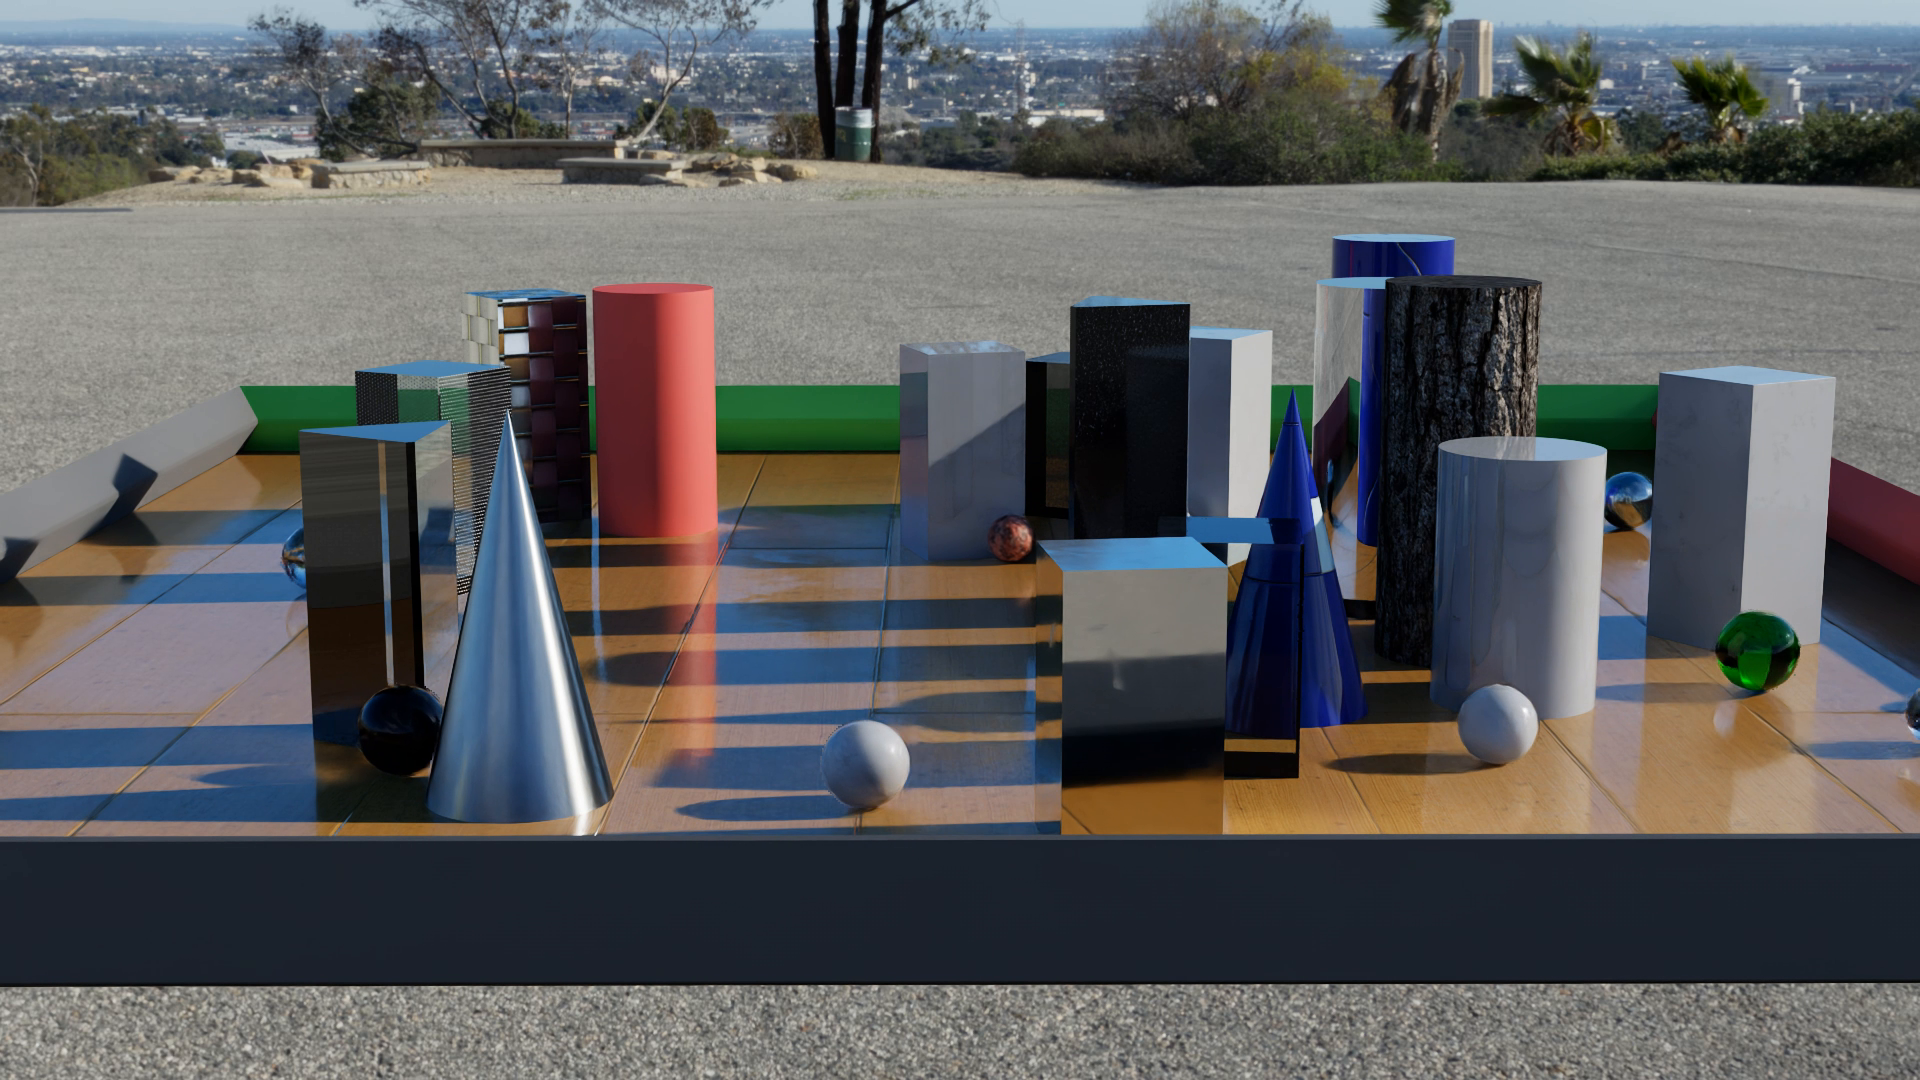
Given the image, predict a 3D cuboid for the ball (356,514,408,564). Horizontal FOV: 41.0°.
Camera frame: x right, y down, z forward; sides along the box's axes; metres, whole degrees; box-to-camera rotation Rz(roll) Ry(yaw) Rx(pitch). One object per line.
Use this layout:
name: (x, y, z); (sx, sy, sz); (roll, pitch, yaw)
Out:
ball: (-0.848, -0.002, 3.763); (0.074, 0.074, 0.074); (0, 11, 0)

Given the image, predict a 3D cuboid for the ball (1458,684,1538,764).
ball: (0.564, 0.193, 2.694); (0.083, 0.083, 0.083); (0, 11, 0)

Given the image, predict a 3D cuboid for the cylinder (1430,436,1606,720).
cylinder: (0.638, 0.040, 2.940); (0.188, 0.294, 0.188); (0, 11, 0)

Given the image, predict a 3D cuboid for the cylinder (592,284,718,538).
cylinder: (-0.479, -0.207, 4.034); (0.188, 0.378, 0.188); (0, 11, 0)

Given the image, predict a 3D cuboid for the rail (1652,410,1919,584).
rail: (1.330, 0.030, 3.457); (0.045, 0.122, 2.870); (0, 11, 0)

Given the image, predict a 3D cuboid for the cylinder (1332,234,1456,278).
cylinder: (0.671, -0.243, 4.010); (0.188, 0.457, 0.188); (0, 11, 0)

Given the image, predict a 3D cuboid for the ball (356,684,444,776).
ball: (-0.575, 0.196, 2.650); (0.094, 0.094, 0.094); (0, 11, 0)

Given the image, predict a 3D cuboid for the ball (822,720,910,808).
ball: (-0.093, 0.221, 2.534); (0.087, 0.087, 0.087); (0, 11, 0)

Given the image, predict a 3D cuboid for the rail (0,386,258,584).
rail: (-1.330, 0.033, 3.442); (0.045, 0.122, 2.870); (0, 11, 0)

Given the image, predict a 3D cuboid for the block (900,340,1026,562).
block: (0.003, -0.136, 3.849); (0.150, 0.307, 0.150); (-3, 11, -17)

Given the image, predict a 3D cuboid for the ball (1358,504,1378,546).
ball: (0.638, -0.022, 3.896); (0.065, 0.065, 0.065); (0, 11, 0)

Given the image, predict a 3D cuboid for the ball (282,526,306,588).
ball: (-0.897, 0.024, 3.573); (0.093, 0.093, 0.093); (0, 11, 0)

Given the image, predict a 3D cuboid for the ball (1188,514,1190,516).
ball: (0.302, -0.012, 3.780); (0.088, 0.088, 0.088); (0, 11, 0)

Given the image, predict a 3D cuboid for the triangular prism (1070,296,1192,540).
triangular prism: (0.202, -0.109, 3.404); (0.163, 0.417, 0.141); (-3, 11, -16)

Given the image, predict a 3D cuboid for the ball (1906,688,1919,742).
ball: (1.053, 0.187, 2.746); (0.075, 0.075, 0.075); (0, 11, 0)

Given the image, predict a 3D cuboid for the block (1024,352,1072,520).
block: (0.199, -0.170, 4.180); (0.150, 0.252, 0.150); (6, 12, 29)

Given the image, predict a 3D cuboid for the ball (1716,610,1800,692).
ball: (0.934, 0.130, 3.004); (0.094, 0.094, 0.094); (0, 11, 0)

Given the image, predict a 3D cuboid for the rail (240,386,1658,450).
rail: (-0.008, -0.228, 4.837); (2.708, 0.122, 0.045); (0, 11, 0)

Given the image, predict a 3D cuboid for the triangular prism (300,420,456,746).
triangular prism: (-0.598, 0.047, 2.782); (0.163, 0.339, 0.141); (7, 12, 32)

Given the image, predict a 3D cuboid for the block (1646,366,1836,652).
block: (0.987, -0.041, 3.249); (0.150, 0.339, 0.150); (-7, 12, -32)

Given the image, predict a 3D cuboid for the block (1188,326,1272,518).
block: (0.368, -0.149, 3.864); (0.150, 0.327, 0.150); (6, 12, 29)

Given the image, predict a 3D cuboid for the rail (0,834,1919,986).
rail: (0.008, 0.290, 2.062); (2.708, 0.122, 0.045); (0, 11, 0)

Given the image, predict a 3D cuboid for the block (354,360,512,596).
block: (-0.733, -0.089, 3.597); (0.150, 0.306, 0.150); (6, 12, 28)

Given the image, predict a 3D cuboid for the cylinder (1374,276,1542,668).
cylinder: (0.612, -0.087, 3.164); (0.188, 0.462, 0.188); (0, 11, 0)

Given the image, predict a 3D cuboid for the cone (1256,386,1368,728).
cone: (0.372, 0.010, 2.898); (0.188, 0.369, 0.188); (0, 11, 0)

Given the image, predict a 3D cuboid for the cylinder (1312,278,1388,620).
cylinder: (0.567, -0.126, 3.442); (0.188, 0.437, 0.188); (0, 11, 0)

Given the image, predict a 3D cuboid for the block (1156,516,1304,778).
block: (0.281, 0.110, 2.699); (0.150, 0.245, 0.150); (1, 11, 5)

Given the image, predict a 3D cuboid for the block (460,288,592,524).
block: (-0.698, -0.216, 4.130); (0.150, 0.360, 0.150); (-7, 13, -32)

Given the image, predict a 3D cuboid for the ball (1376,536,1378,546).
ball: (0.643, 0.001, 3.840); (0.040, 0.040, 0.040); (0, 11, 0)

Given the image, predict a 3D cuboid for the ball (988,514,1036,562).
ball: (0.076, -0.003, 3.780); (0.070, 0.070, 0.070); (0, 11, 0)

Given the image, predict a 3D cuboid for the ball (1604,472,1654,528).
ball: (1.052, -0.062, 4.045); (0.090, 0.090, 0.090); (0, 11, 0)

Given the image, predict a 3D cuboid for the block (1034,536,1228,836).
block: (0.157, 0.149, 2.395); (0.150, 0.279, 0.150); (-1, 11, -7)

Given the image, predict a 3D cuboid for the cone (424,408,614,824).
cone: (-0.442, 0.064, 2.540); (0.188, 0.394, 0.188); (0, 11, 0)
